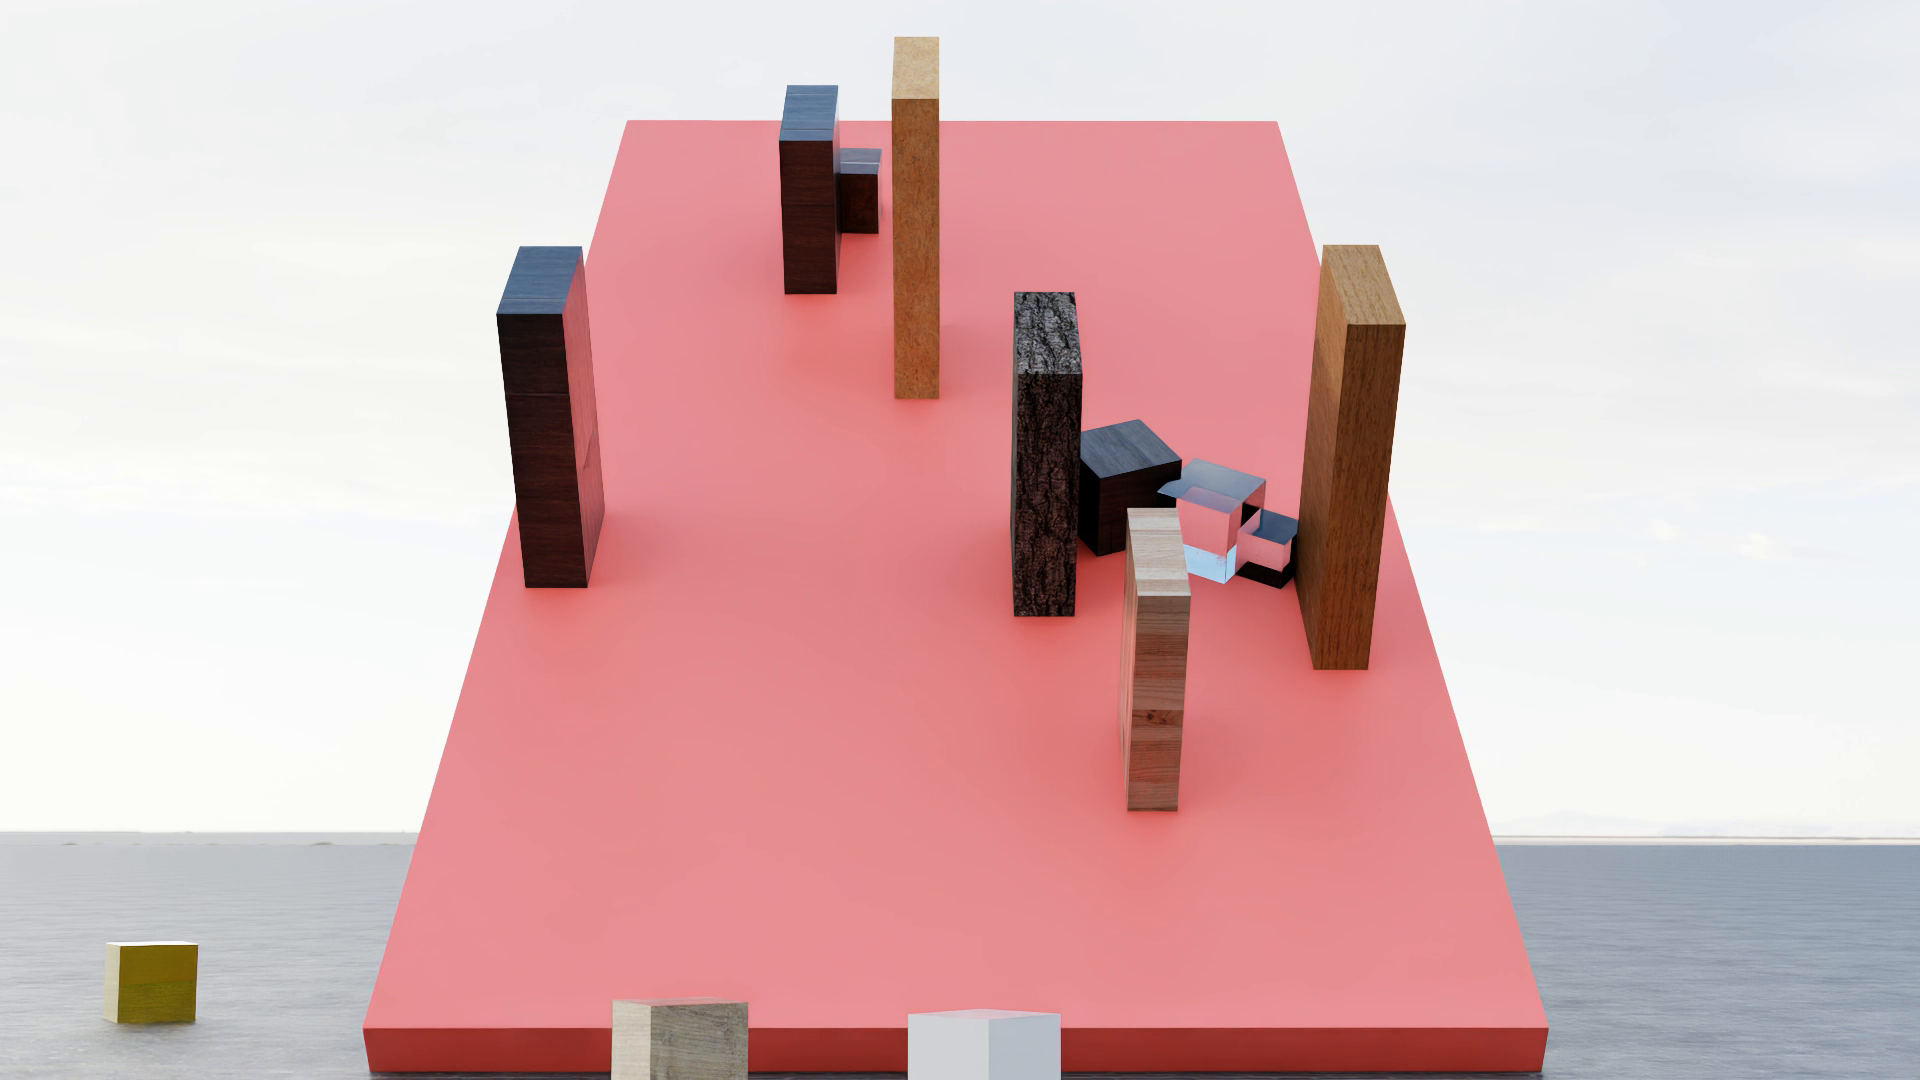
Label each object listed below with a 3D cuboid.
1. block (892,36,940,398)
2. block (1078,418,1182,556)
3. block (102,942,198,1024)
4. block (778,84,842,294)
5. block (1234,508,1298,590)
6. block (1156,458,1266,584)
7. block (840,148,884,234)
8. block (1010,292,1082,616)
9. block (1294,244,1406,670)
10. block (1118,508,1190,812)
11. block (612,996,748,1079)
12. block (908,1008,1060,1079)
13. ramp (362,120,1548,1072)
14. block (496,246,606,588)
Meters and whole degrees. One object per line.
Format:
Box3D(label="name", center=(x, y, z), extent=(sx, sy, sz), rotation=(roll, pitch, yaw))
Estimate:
Box3D(label="block", center=(-0.105, -0.784, 5.963), extent=(0.109, 0.780, 0.403), rotation=(0, 32, 0))
Box3D(label="block", center=(0.353, -0.118, 5.442), extent=(0.201, 0.201, 0.201), rotation=(-13, 34, -21))
Box3D(label="block", center=(-1.784, 0.973, 5.386), extent=(0.165, 0.165, 0.165), rotation=(4, -8, -29))
Box3D(label="block", center=(-0.396, -0.939, 6.534), extent=(0.138, 0.437, 0.384), rotation=(0, 32, 0))
Box3D(label="block", center=(0.675, 0.019, 5.309), extent=(0.112, 0.112, 0.112), rotation=(19, 36, 27))
Box3D(label="block", center=(0.546, -0.043, 5.347), extent=(0.176, 0.176, 0.176), rotation=(19, 36, 27))
Box3D(label="block", center=(-0.312, -0.979, 6.842), extent=(0.180, 0.180, 0.180), rotation=(1, 32, 2))
Box3D(label="block", center=(0.179, -0.182, 5.184), extent=(0.129, 0.581, 0.370), rotation=(0, 32, 0))
Box3D(label="block", center=(0.782, -0.163, 4.958), extent=(0.111, 0.792, 0.353), rotation=(0, 32, 0))
Box3D(label="block", center=(0.363, 0.226, 4.618), extent=(0.095, 0.487, 0.303), rotation=(0, 32, 0))
Box3D(label="block", center=(-0.417, 0.763, 3.630), extent=(0.154, 0.154, 0.154), rotation=(4, -8, -28))
Box3D(label="block", center=(0.034, 0.738, 3.409), extent=(0.151, 0.151, 0.151), rotation=(-6, -9, 42))
Box3D(label="ramp", center=(-0.015, -0.192, 5.843), extent=(2.000, 0.100, 4.000), rotation=(0, 32, 0))
Box3D(label="block", center=(-0.870, -0.261, 5.231), extent=(0.134, 0.659, 0.321), rotation=(0, 32, 0))
